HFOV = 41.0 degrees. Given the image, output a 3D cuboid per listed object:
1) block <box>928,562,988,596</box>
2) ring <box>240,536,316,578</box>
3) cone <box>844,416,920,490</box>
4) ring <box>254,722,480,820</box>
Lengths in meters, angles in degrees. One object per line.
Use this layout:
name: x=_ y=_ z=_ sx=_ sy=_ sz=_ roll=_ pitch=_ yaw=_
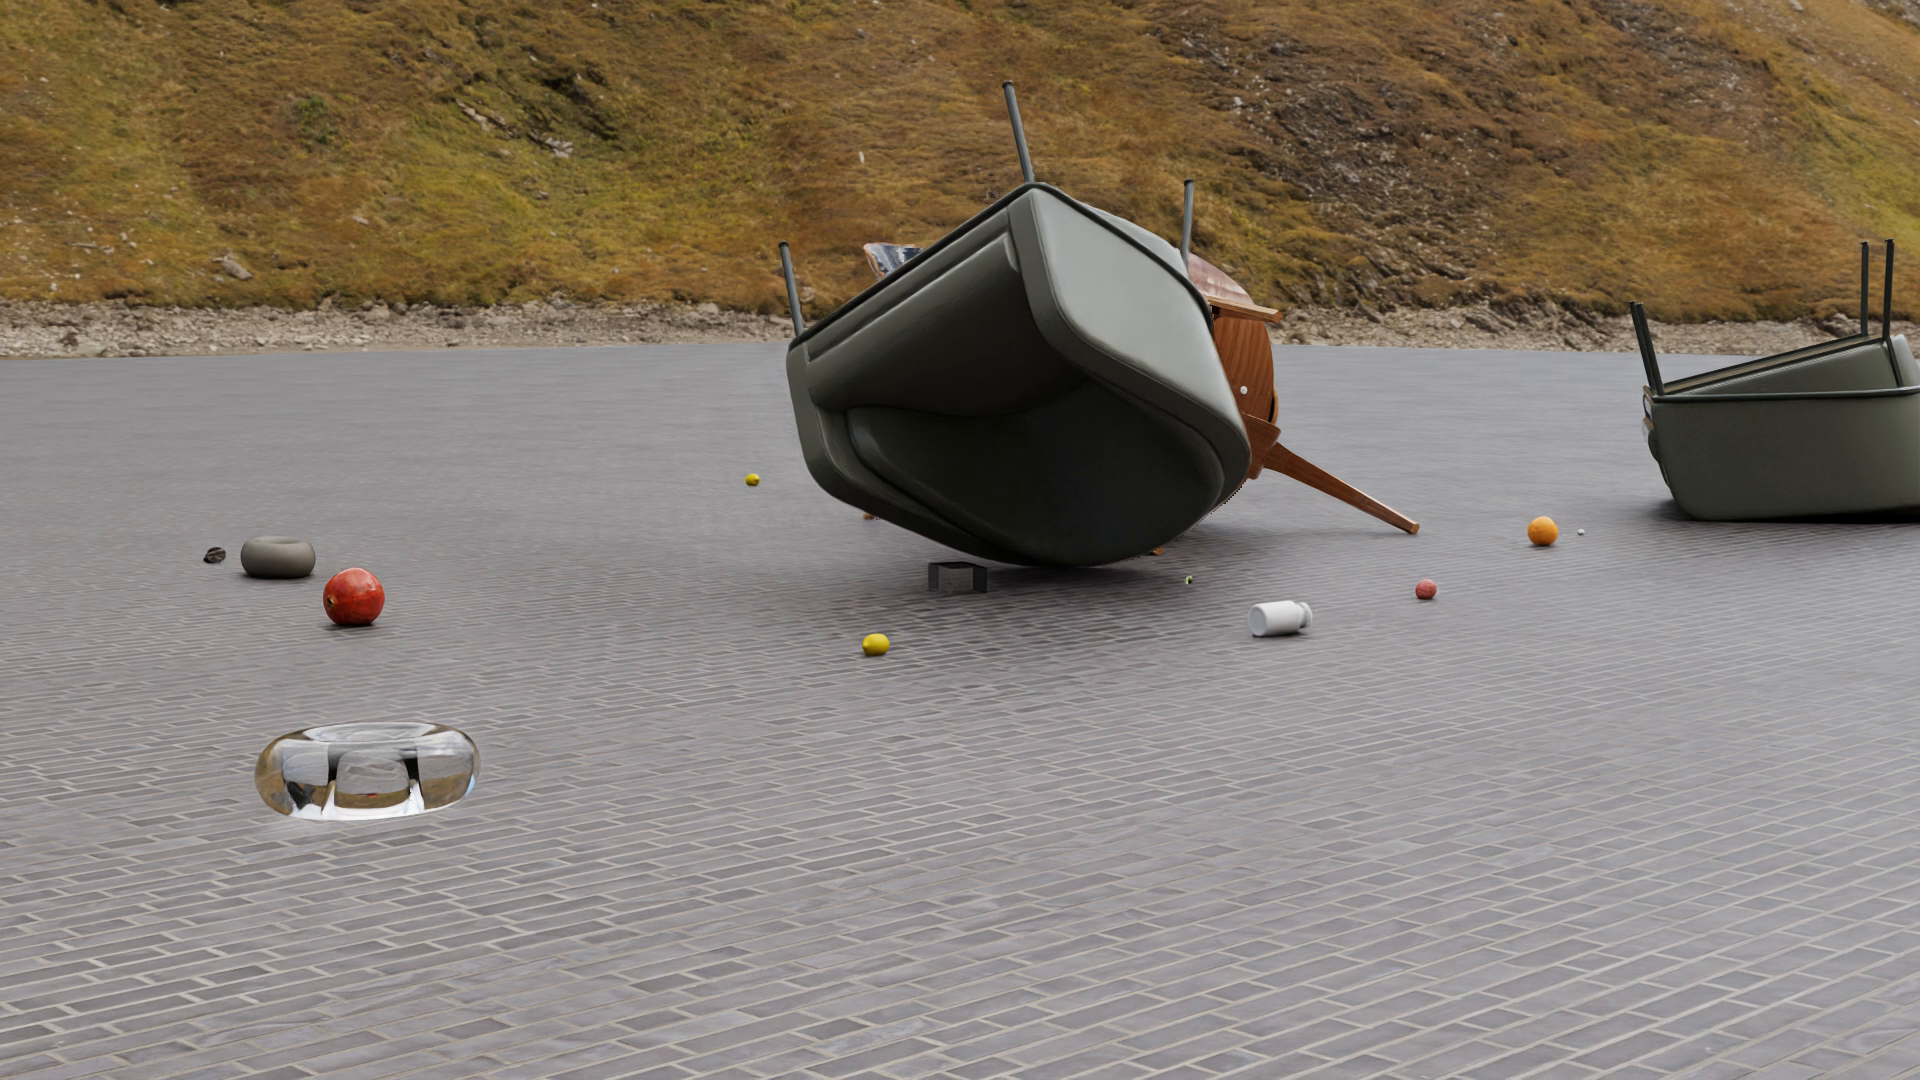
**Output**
block: x=-0.005 y=0.080 z=5.368 sx=0.081 sy=0.055 sz=0.125 roll=-2 pitch=6 yaw=-23
ring: x=-1.507 y=0.038 z=5.670 sx=0.155 sy=0.077 sz=0.235 roll=-2 pitch=7 yaw=-28
cone: x=-0.245 y=-0.279 z=8.028 sx=0.248 sy=0.223 sz=0.230 roll=-3 pitch=7 yaw=-27
ring: x=-0.733 y=0.285 z=3.184 sx=0.281 sy=0.097 sz=0.186 roll=-2 pitch=7 yaw=-30
